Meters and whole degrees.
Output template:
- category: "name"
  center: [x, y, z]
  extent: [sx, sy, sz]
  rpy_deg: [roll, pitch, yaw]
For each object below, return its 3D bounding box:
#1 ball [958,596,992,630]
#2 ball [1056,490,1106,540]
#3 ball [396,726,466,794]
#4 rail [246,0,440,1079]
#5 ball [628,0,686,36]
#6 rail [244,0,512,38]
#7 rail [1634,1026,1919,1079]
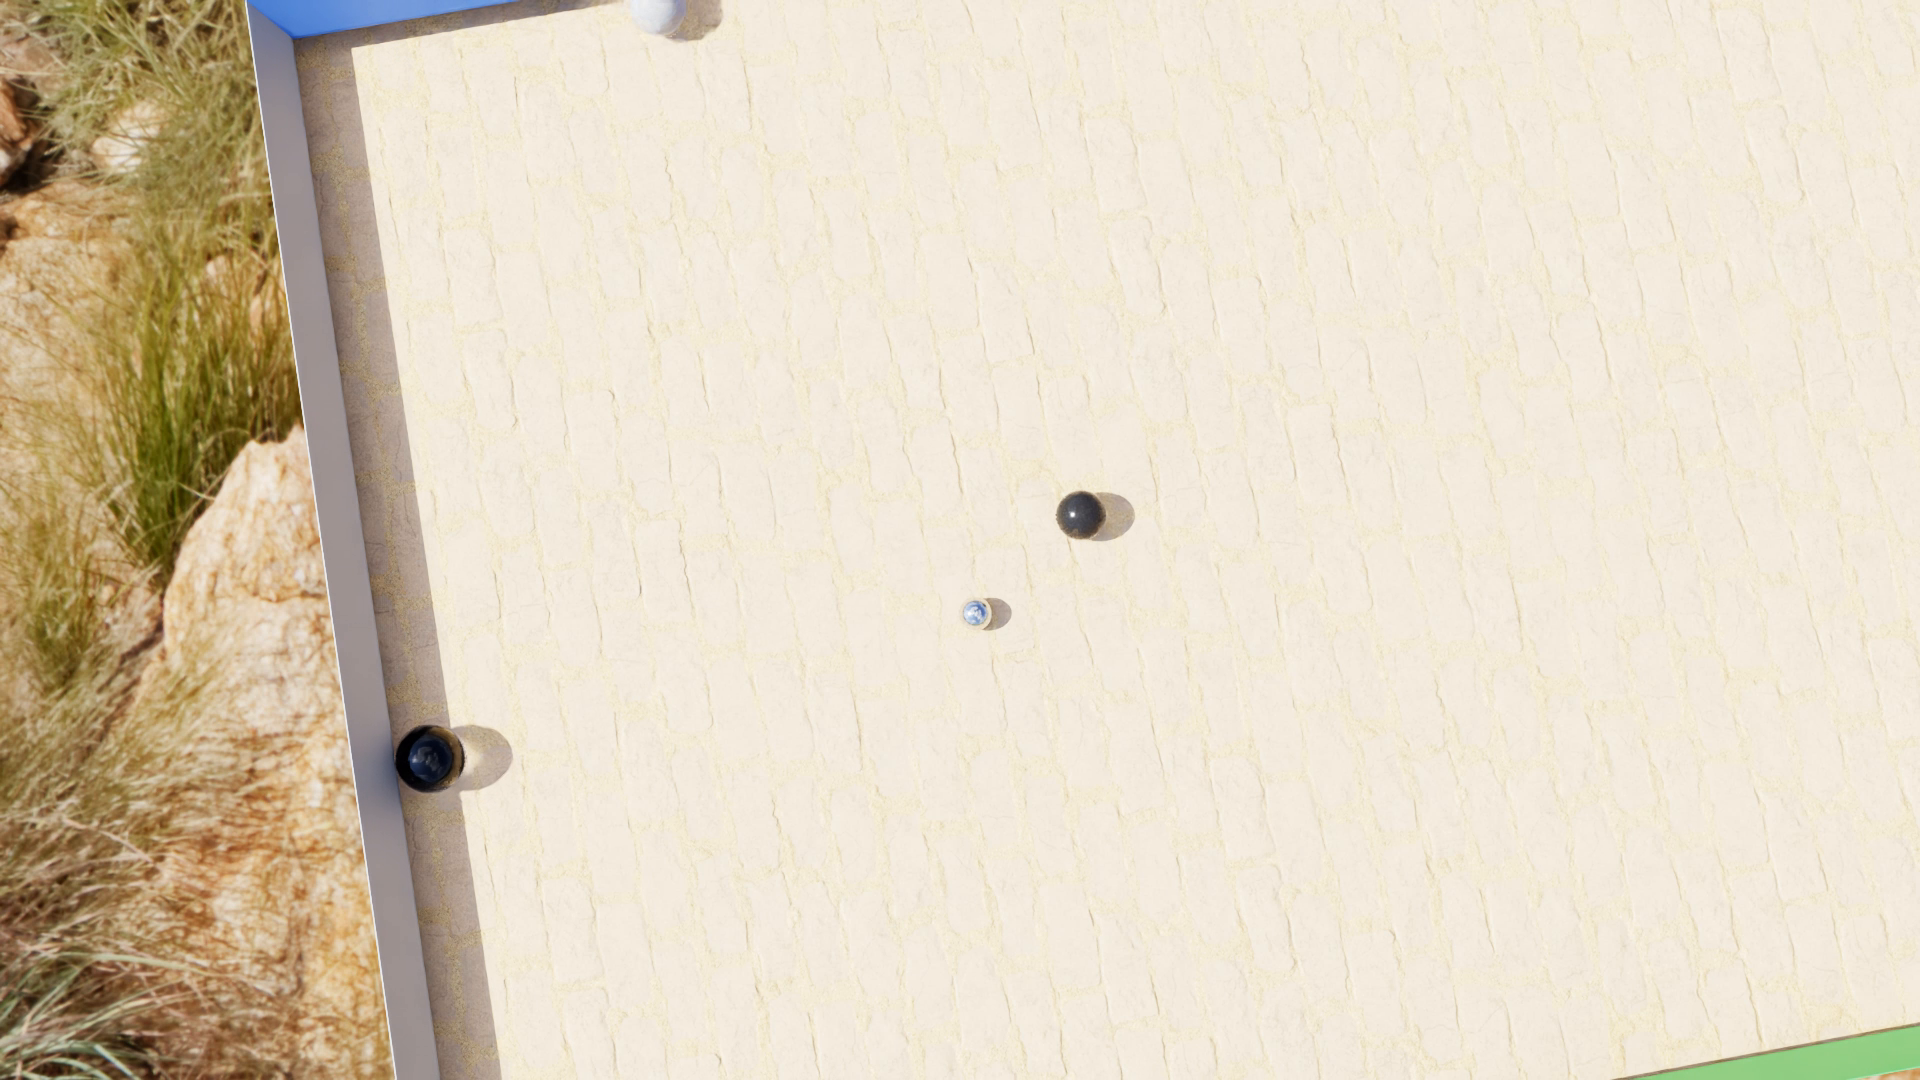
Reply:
- category: "ball"
  center: [0.023, 0.109, 3.262]
  extent: [0.050, 0.050, 0.050]
  rpy_deg: [0, 82, 0]
- category: "ball"
  center: [0.180, -0.037, 3.271]
  extent: [0.075, 0.075, 0.075]
  rpy_deg: [0, 82, 0]
- category: "ball"
  center: [-0.772, 0.320, 3.207]
  extent: [0.099, 0.099, 0.099]
  rpy_deg: [0, 82, 0]
- category: "rail"
  center: [-0.874, 0.152, 3.215]
  extent: [0.045, 0.128, 1.964]
  rpy_deg: [-10, 82, -1]
- category: "ball"
  center: [-0.464, -0.819, 3.378]
  extent: [0.088, 0.088, 0.088]
  rpy_deg: [0, 82, 0]
- category: "rail"
  center: [0.727, -1.097, 3.397]
  extent: [3.646, 0.128, 0.045]
  rpy_deg: [-10, 82, -1]
- category: "rail"
  center: [1.067, 0.770, 3.125]
  extent: [3.646, 0.128, 0.045]
  rpy_deg: [-10, 82, -1]
